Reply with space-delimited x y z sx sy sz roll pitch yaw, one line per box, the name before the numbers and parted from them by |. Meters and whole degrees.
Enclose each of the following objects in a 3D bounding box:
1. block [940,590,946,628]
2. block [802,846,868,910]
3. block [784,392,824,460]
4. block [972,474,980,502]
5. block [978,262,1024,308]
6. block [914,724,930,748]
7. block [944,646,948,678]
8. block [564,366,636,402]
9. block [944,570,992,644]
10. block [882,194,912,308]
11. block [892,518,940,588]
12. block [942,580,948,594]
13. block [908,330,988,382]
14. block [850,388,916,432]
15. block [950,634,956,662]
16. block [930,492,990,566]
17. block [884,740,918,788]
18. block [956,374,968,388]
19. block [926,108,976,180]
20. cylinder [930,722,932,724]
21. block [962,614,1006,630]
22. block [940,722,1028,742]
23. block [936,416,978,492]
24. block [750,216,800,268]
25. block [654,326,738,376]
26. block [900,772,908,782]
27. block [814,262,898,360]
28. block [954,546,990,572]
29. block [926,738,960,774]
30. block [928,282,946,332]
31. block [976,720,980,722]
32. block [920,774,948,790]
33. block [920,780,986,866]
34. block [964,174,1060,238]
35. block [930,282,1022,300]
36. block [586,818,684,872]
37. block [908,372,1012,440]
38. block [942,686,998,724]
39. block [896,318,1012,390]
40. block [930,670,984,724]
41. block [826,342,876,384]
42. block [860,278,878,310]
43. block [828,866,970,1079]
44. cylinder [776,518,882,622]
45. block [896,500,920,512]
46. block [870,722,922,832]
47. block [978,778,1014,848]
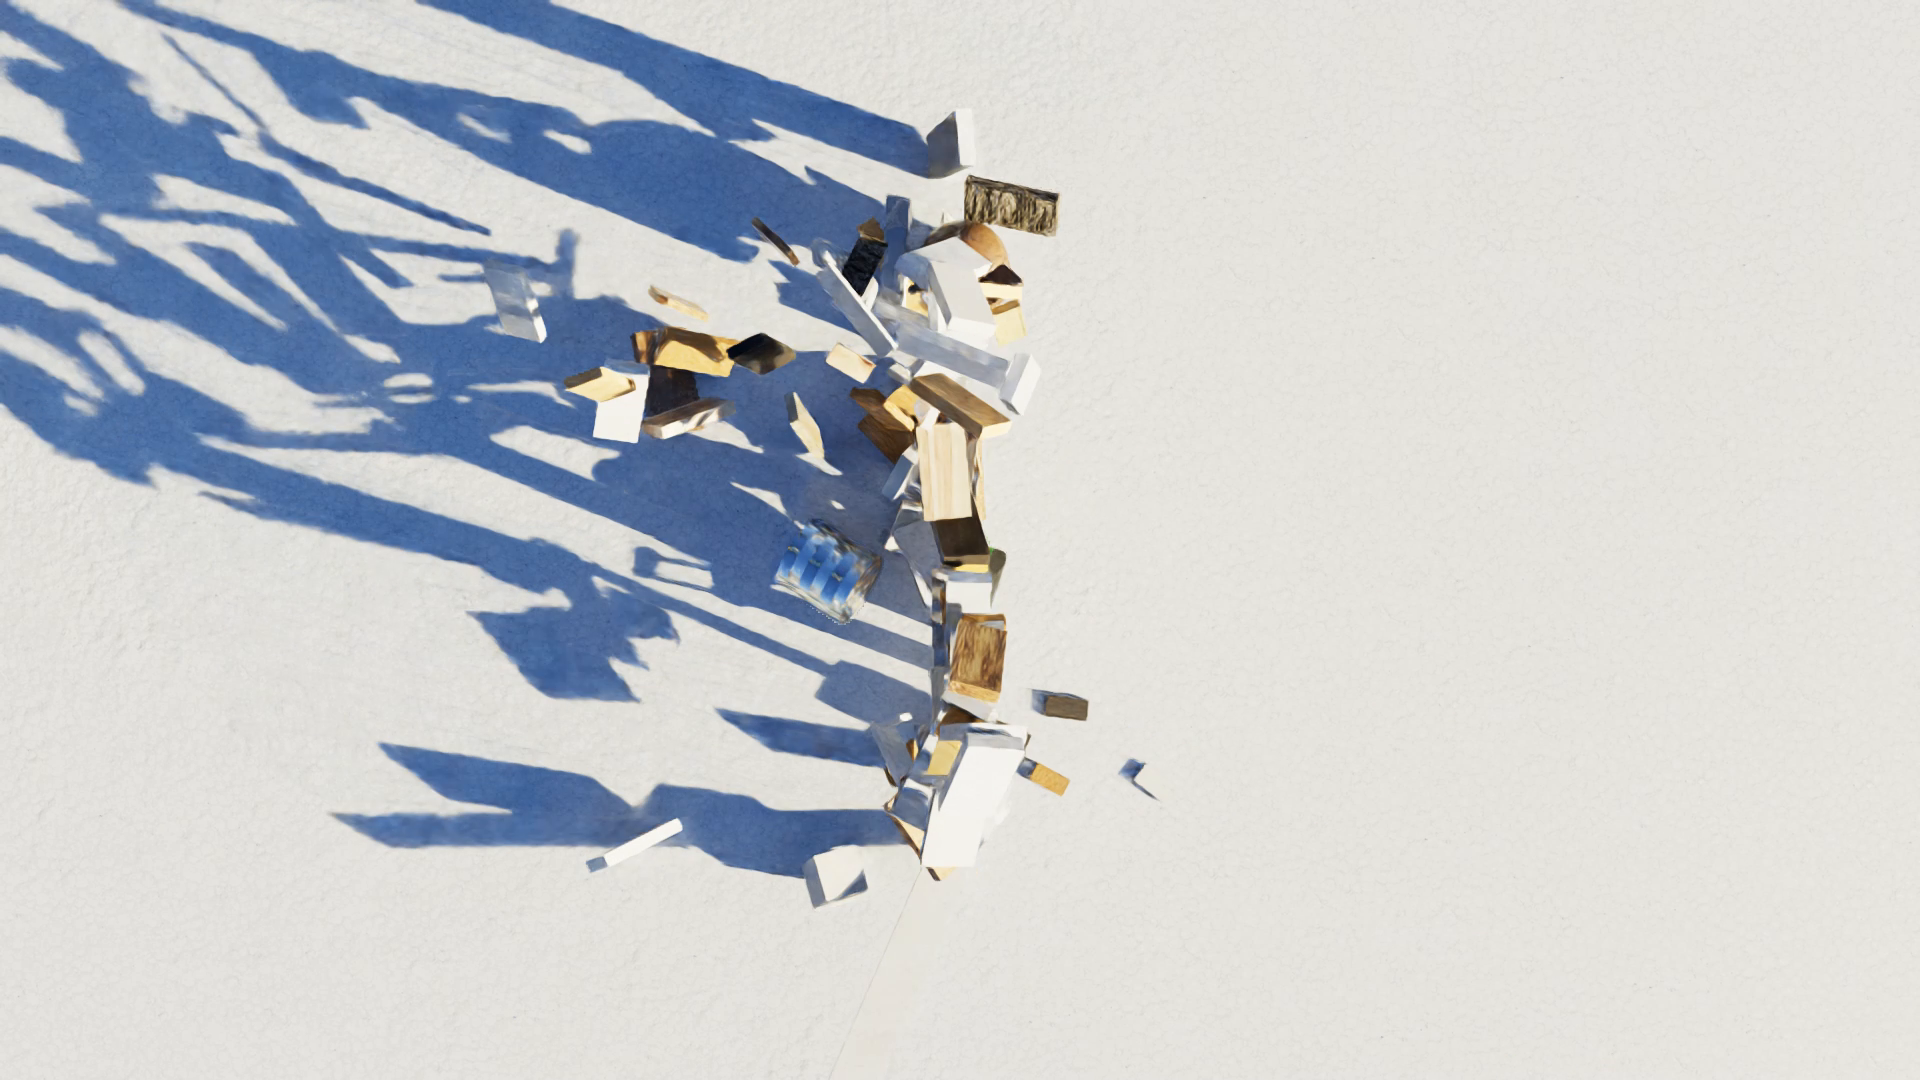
block | -0.007 0.219 4.854 0.091 0.026 0.182 -3 46 -3
block | -0.408 1.102 5.383 0.149 0.149 0.149 -10 71 -26
block | -0.408 -0.300 4.332 0.027 0.189 0.095 -19 59 8
block | 0.000 -0.113 4.943 0.092 0.026 0.184 5 60 7
block | 0.088 -0.755 5.032 0.196 0.026 0.093 -39 67 -12
block | -0.099 0.635 5.017 0.020 0.071 0.142 -20 71 35
block | -0.009 0.342 4.836 0.067 0.019 0.134 3 60 2
block | -1.033 -0.447 4.747 0.115 0.230 0.033 -18 82 11
block | 0.020 0.194 4.577 0.120 0.387 0.034 3 61 0
block | -0.207 -0.933 5.369 0.081 0.023 0.375 16 121 19
block | -0.075 0.042 5.191 0.157 0.391 0.044 -23 121 -12
block | -0.003 -0.018 4.992 0.095 0.027 0.442 1 50 0
block | -0.033 -0.489 4.404 0.129 0.258 0.037 -1 74 -21
block | -0.219 -0.368 4.646 0.094 0.189 0.027 9 69 40
block | 0.038 0.299 4.411 0.128 0.257 0.036 -1 73 -1
block | -0.007 -0.031 4.549 0.130 0.259 0.037 -1 132 -13
block | -0.178 0.693 5.122 0.020 0.071 0.142 14 46 35
block | -0.012 -0.402 5.032 0.047 0.013 0.235 7 90 3
block | -0.034 -1.178 4.956 0.042 1.080 0.147 -6 101 -4
cylinder | -0.027 0.632 5.426 0.148 0.148 0.148 34 90 0
block | 0.061 0.289 4.642 0.120 0.239 0.034 -3 54 -5
block | 0.056 0.500 4.259 0.146 0.313 0.041 6 81 -14
block | -0.019 -0.245 4.836 0.130 0.387 0.037 4 126 3
block | -0.553 -0.892 4.932 0.024 0.085 0.170 -45 71 -4
block | -0.781 -0.558 4.899 0.230 0.033 0.115 8 129 -29
block | -0.047 0.679 4.789 0.044 0.449 0.156 -36 89 18
block | -0.298 -0.655 4.720 0.066 0.019 0.303 -32 101 37
block | 0.022 0.122 4.680 0.092 0.268 0.026 -4 47 -14
block | -0.032 0.582 4.486 0.080 0.023 0.160 16 122 -3
block | -0.065 -0.671 4.747 0.026 0.093 0.185 4 114 13
block | 0.012 0.499 4.508 0.080 0.023 0.160 24 124 2
block | -0.027 0.664 4.442 0.090 0.179 0.025 32 68 -22
block | -0.015 0.759 4.403 0.146 0.041 0.292 3 128 -10
block | 0.160 -1.038 5.134 0.294 0.147 0.042 14 56 11
block | 0.050 -0.710 4.675 0.129 0.368 0.037 8 99 22
block | -1.055 0.991 5.350 0.287 0.144 0.041 -23 88 -39
block | 0.000 -0.326 3.976 0.236 0.118 0.033 37 119 25
block | 0.029 0.430 4.248 0.128 0.347 0.036 27 83 7
block | -0.014 -0.468 4.184 0.302 0.118 0.033 23 74 9
block | -0.004 0.502 4.753 0.156 0.311 0.044 -2 134 0
block | -0.321 -0.518 4.821 0.131 0.019 0.066 29 108 -20
block | -0.290 -0.785 5.273 0.023 0.161 0.081 23 87 1
block | -0.163 1.305 5.191 0.144 0.041 0.943 26 52 0
cylinder | -0.423 0.099 5.355 0.248 0.248 0.248 31 90 10
block | -0.168 -0.107 5.448 0.047 0.094 0.013 -40 105 -24
block | -0.156 0.699 4.863 0.090 0.510 0.025 20 109 -29
block | 0.063 0.847 5.359 0.147 0.311 0.042 36 127 -3
